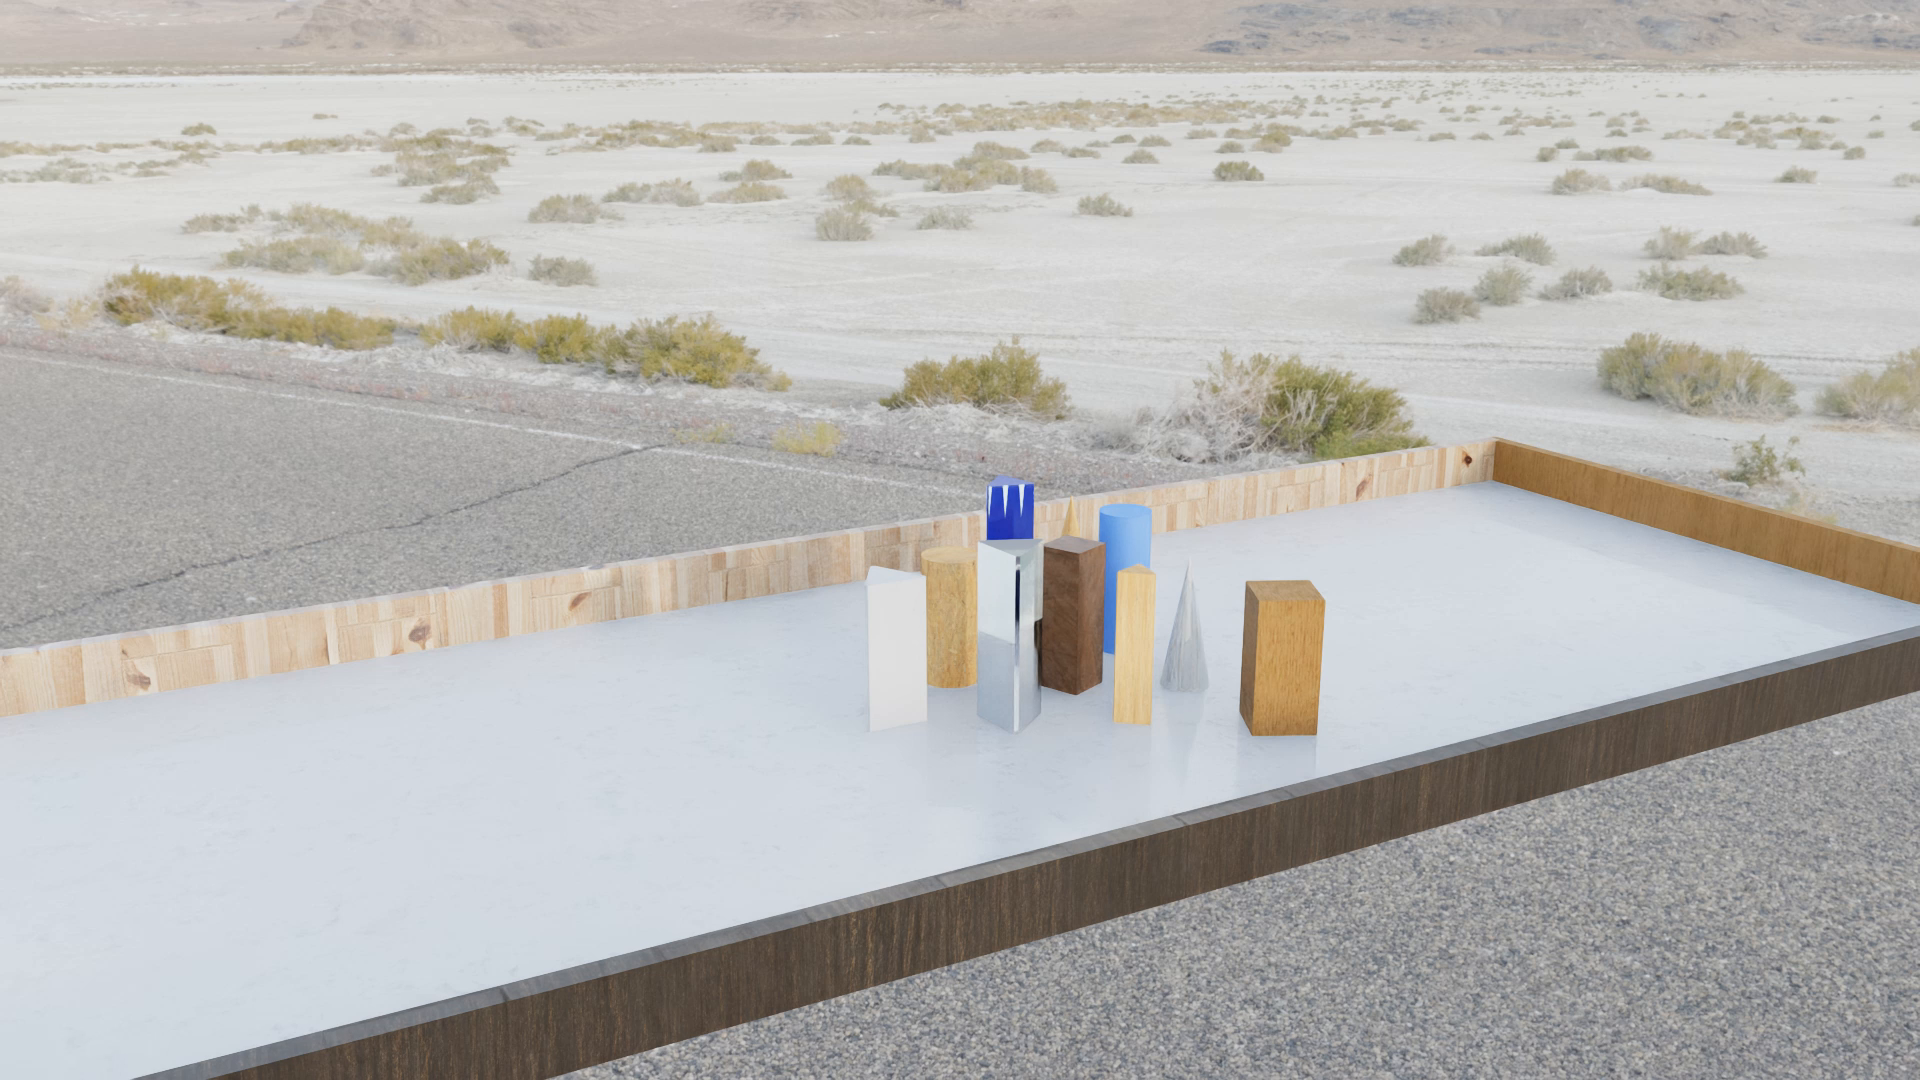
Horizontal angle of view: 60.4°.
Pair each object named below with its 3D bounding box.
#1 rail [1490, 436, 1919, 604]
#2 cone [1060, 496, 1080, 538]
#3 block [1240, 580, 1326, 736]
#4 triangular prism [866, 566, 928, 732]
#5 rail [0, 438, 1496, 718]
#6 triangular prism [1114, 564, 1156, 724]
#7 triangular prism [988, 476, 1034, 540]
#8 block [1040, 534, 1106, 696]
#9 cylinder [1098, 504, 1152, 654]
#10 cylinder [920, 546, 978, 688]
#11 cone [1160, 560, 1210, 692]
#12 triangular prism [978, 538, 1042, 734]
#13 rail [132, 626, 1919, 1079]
[{"bbox_3d":[2.466,-0.048,5.253,0.050,0.150,2.100,-9,18,-27],"label":"rail"},{"bbox_3d":[0.309,0.037,4.616,0.155,0.345,0.155,0,16,0],"label":"cone"},{"bbox_3d":[0.748,0.274,3.841,0.151,0.329,0.151,-1,16,-2],"label":"block"},{"bbox_3d":[-0.176,0.249,3.877,0.154,0.357,0.133,-8,18,-27],"label":"triangular prism"},{"bbox_3d":[-3.305,0.497,3.399,12.000,0.150,0.050,-9,18,-27],"label":"rail"},{"bbox_3d":[0.412,0.243,3.869,0.088,0.371,0.076,3,17,11],"label":"triangular prism"},{"bbox_3d":[0.118,0.062,4.339,0.123,0.454,0.107,-4,17,-13],"label":"triangular prism"},{"bbox_3d":[0.276,0.185,4.080,0.116,0.364,0.116,12,20,36],"label":"block"},{"bbox_3d":[0.430,0.103,4.340,0.137,0.375,0.137,0,16,0],"label":"cylinder"},{"bbox_3d":[-0.023,0.192,4.125,0.148,0.325,0.148,0,16,0],"label":"cylinder"},{"bbox_3d":[0.564,0.197,4.086,0.125,0.337,0.125,0,16,0],"label":"cone"},{"bbox_3d":[0.139,0.216,3.855,0.131,0.432,0.152,-11,20,-34],"label":"triangular prism"},{"bbox_3d":[-2.336,1.006,1.665,12.000,0.150,0.050,-9,18,-27],"label":"rail"}]
